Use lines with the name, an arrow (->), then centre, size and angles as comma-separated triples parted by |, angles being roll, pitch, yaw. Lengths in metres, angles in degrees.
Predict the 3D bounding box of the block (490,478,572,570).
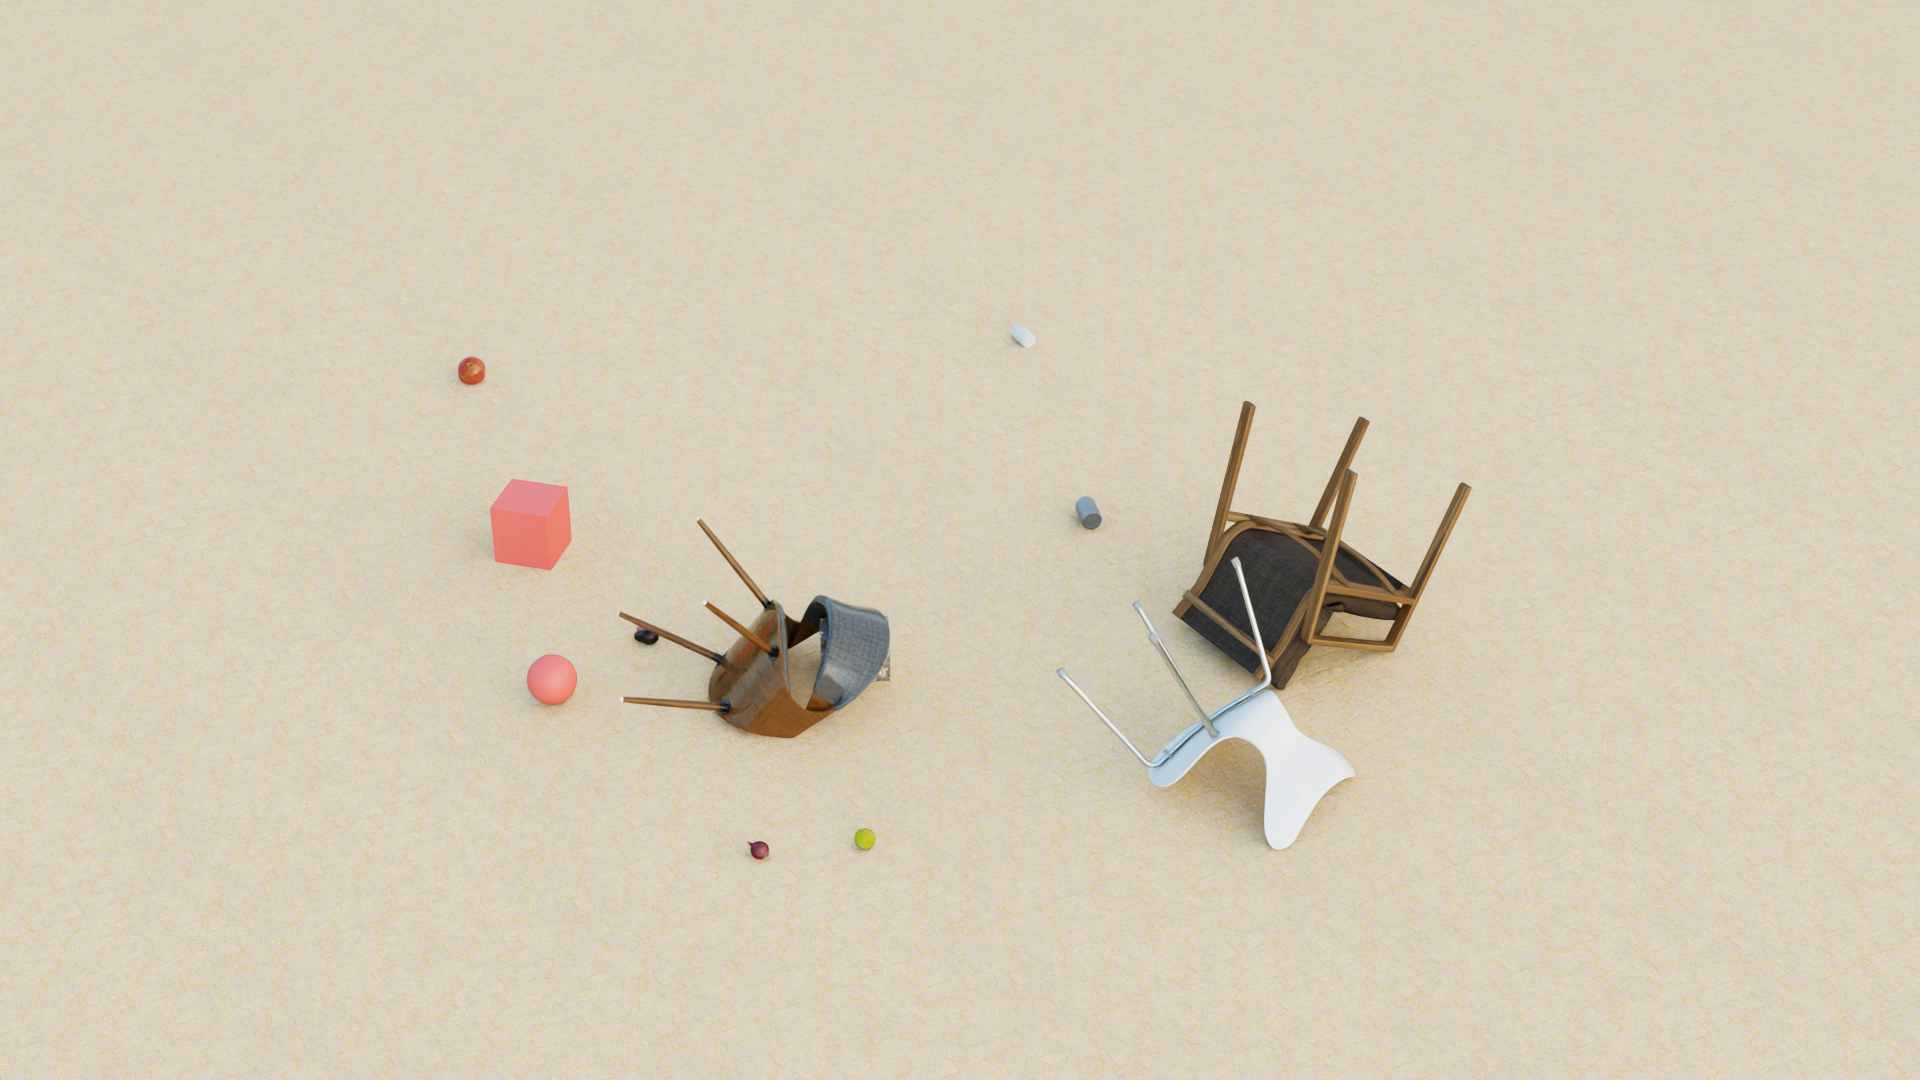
block -> -1.581, -0.058, 10.819 | 0.220, 0.235, 0.212 | 8, 34, 12

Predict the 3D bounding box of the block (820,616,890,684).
block -> -0.365, 0.381, 10.200 | 0.238, 0.183, 0.133 | -2, 33, -3

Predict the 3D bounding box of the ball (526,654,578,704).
ball -> -1.400, 0.478, 10.062 | 0.173, 0.173, 0.173 | 0, 33, 0
